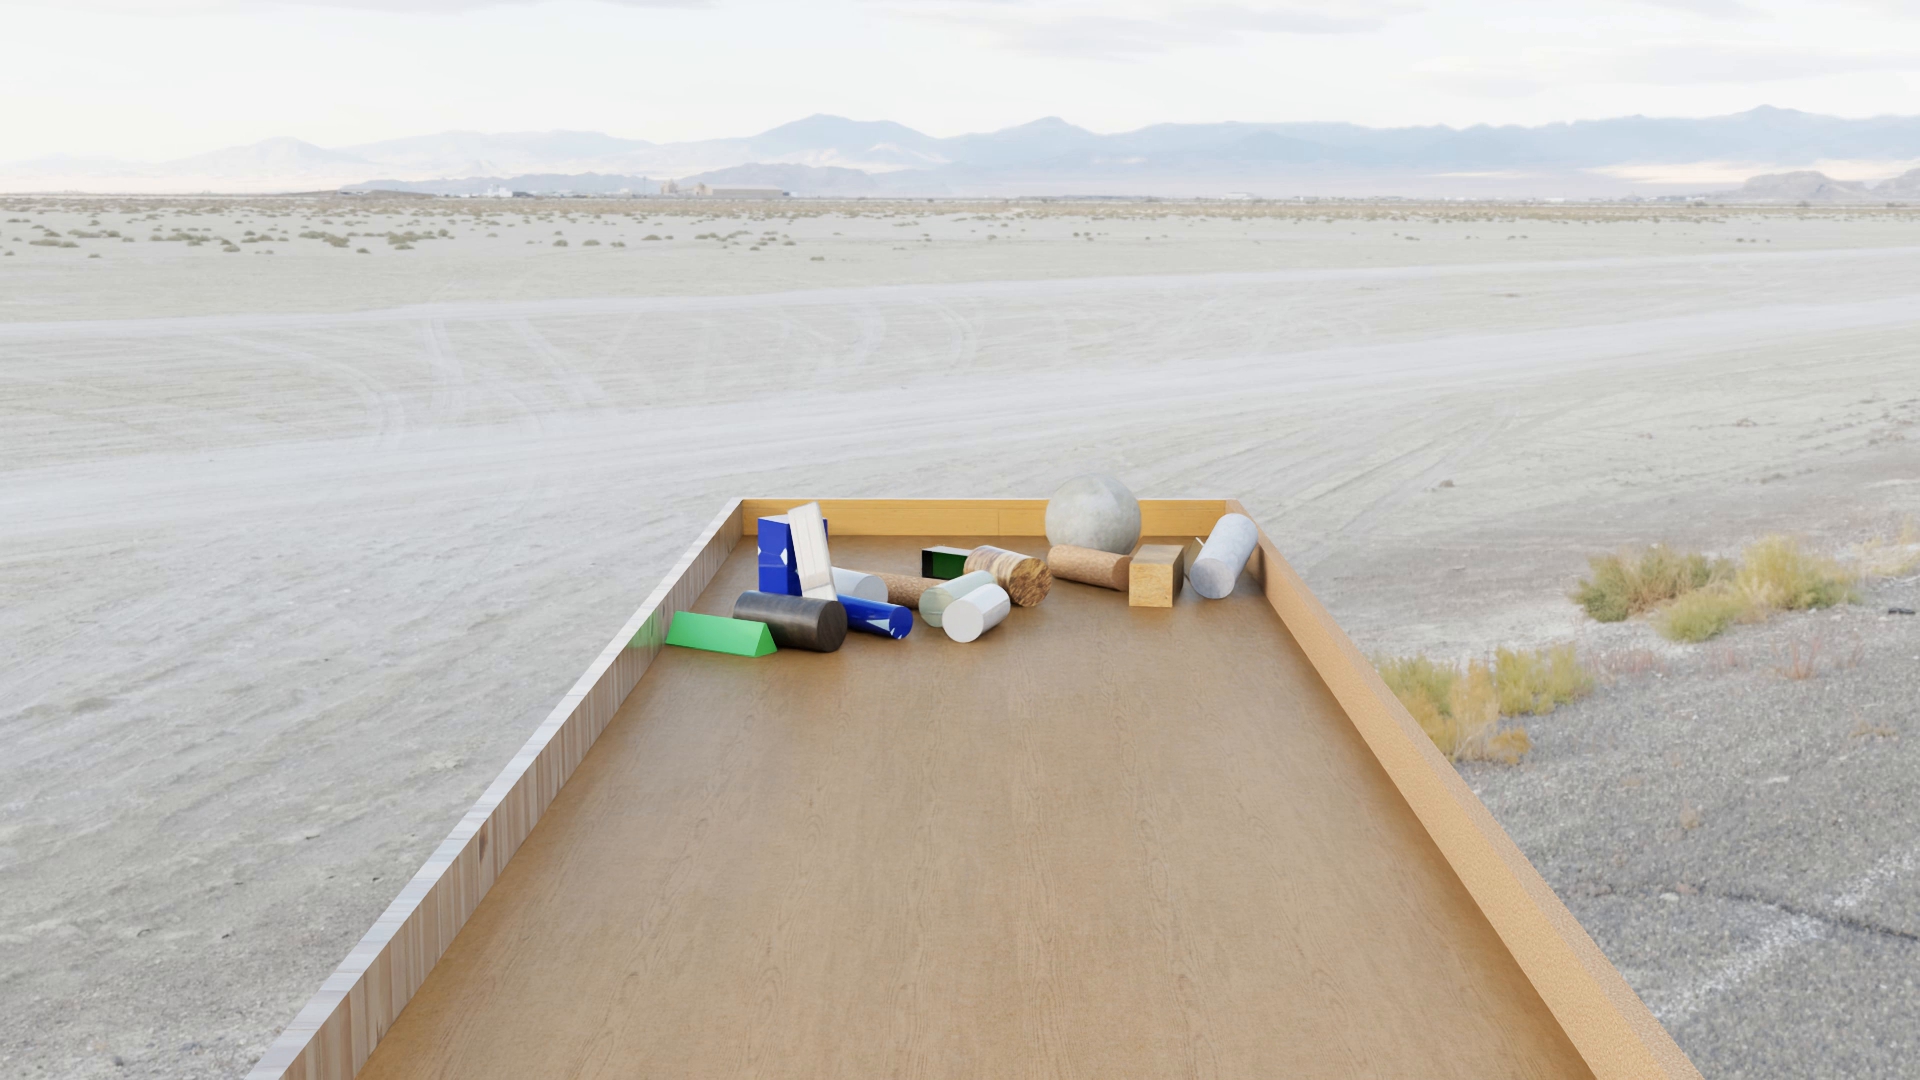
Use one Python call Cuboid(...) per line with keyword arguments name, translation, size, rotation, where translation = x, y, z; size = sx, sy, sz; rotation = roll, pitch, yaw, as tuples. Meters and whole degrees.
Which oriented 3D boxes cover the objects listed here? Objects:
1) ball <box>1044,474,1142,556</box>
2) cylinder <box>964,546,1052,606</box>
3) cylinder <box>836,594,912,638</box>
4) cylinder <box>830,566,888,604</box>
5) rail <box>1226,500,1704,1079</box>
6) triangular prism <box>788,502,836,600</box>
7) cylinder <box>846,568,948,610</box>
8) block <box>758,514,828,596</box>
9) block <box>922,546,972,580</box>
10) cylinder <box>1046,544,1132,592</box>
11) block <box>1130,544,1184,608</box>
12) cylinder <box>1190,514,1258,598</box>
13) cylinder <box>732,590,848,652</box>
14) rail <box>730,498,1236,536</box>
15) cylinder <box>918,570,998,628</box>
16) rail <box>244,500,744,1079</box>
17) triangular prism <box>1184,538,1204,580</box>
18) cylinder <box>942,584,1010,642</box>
Cuboid(name="ball", translation=(0.502, -0.068, 8.273), size=(0.366, 0.366, 0.366), rotation=(0, 9, 0))
Cuboid(name="cylinder", translation=(0.164, 0.124, 7.683), size=(0.170, 0.170, 0.308), rotation=(-5, 10, -30))
Cuboid(name="cylinder", translation=(-0.340, 0.238, 7.172), size=(0.105, 0.105, 0.438), rotation=(-8, 12, -43))
Cuboid(name="cylinder", translation=(-0.439, 0.167, 7.464), size=(0.153, 0.153, 0.427), rotation=(-8, 12, -41))
Cuboid(name="rail", translation=(1.046, 0.843, 3.208), size=(0.050, 0.150, 12.000), rotation=(0, 9, 1))
Cuboid(name="triangular prism", translation=(-0.438, 0.102, 7.012), size=(0.116, 0.434, 0.101), rotation=(-16, -11, 29))
Cuboid(name="cylinder", translation=(-0.219, 0.173, 7.570), size=(0.426, 0.109, 0.109), rotation=(6, 11, 33))
Cuboid(name="block", translation=(-0.542, 0.109, 7.162), size=(0.162, 0.363, 0.162), rotation=(-8, 12, -39))
Cuboid(name="block", translation=(0.051, 0.103, 8.019), size=(0.409, 0.108, 0.108), rotation=(7, 12, 39))
Cuboid(name="cylinder", translation=(0.479, 0.098, 7.987), size=(0.127, 0.127, 0.359), rotation=(-7, 11, -37))
Cuboid(name="block", translation=(0.696, 0.123, 7.760), size=(0.148, 0.148, 0.425), rotation=(2, 9, 11))
Cuboid(name="cylinder", translation=(0.940, 0.055, 7.813), size=(0.163, 0.163, 0.346), rotation=(4, 28, 21))
Cuboid(name="cylinder", translation=(-0.533, 0.253, 6.894), size=(0.329, 0.162, 0.162), rotation=(6, 11, 32))
Cuboid(name="rail", translation=(0.099, -0.098, 9.147), size=(2.100, 0.150, 0.050), rotation=(0, 9, 1))
Cuboid(name="cylinder", translation=(-0.001, 0.195, 7.351), size=(0.135, 0.135, 0.349), rotation=(4, 10, 25))
Cuboid(name="rail", translation=(-1.004, 0.839, 3.234), size=(0.050, 0.150, 12.000), rotation=(0, 9, 1))
Cuboid(name="triangular prism", translation=(0.903, 0.078, 8.141), size=(0.130, 0.112, 0.414), rotation=(0, 9, -2))
Cuboid(name="cylinder", translation=(0.055, 0.234, 7.097), size=(0.137, 0.137, 0.306), rotation=(3, 9, 17))
